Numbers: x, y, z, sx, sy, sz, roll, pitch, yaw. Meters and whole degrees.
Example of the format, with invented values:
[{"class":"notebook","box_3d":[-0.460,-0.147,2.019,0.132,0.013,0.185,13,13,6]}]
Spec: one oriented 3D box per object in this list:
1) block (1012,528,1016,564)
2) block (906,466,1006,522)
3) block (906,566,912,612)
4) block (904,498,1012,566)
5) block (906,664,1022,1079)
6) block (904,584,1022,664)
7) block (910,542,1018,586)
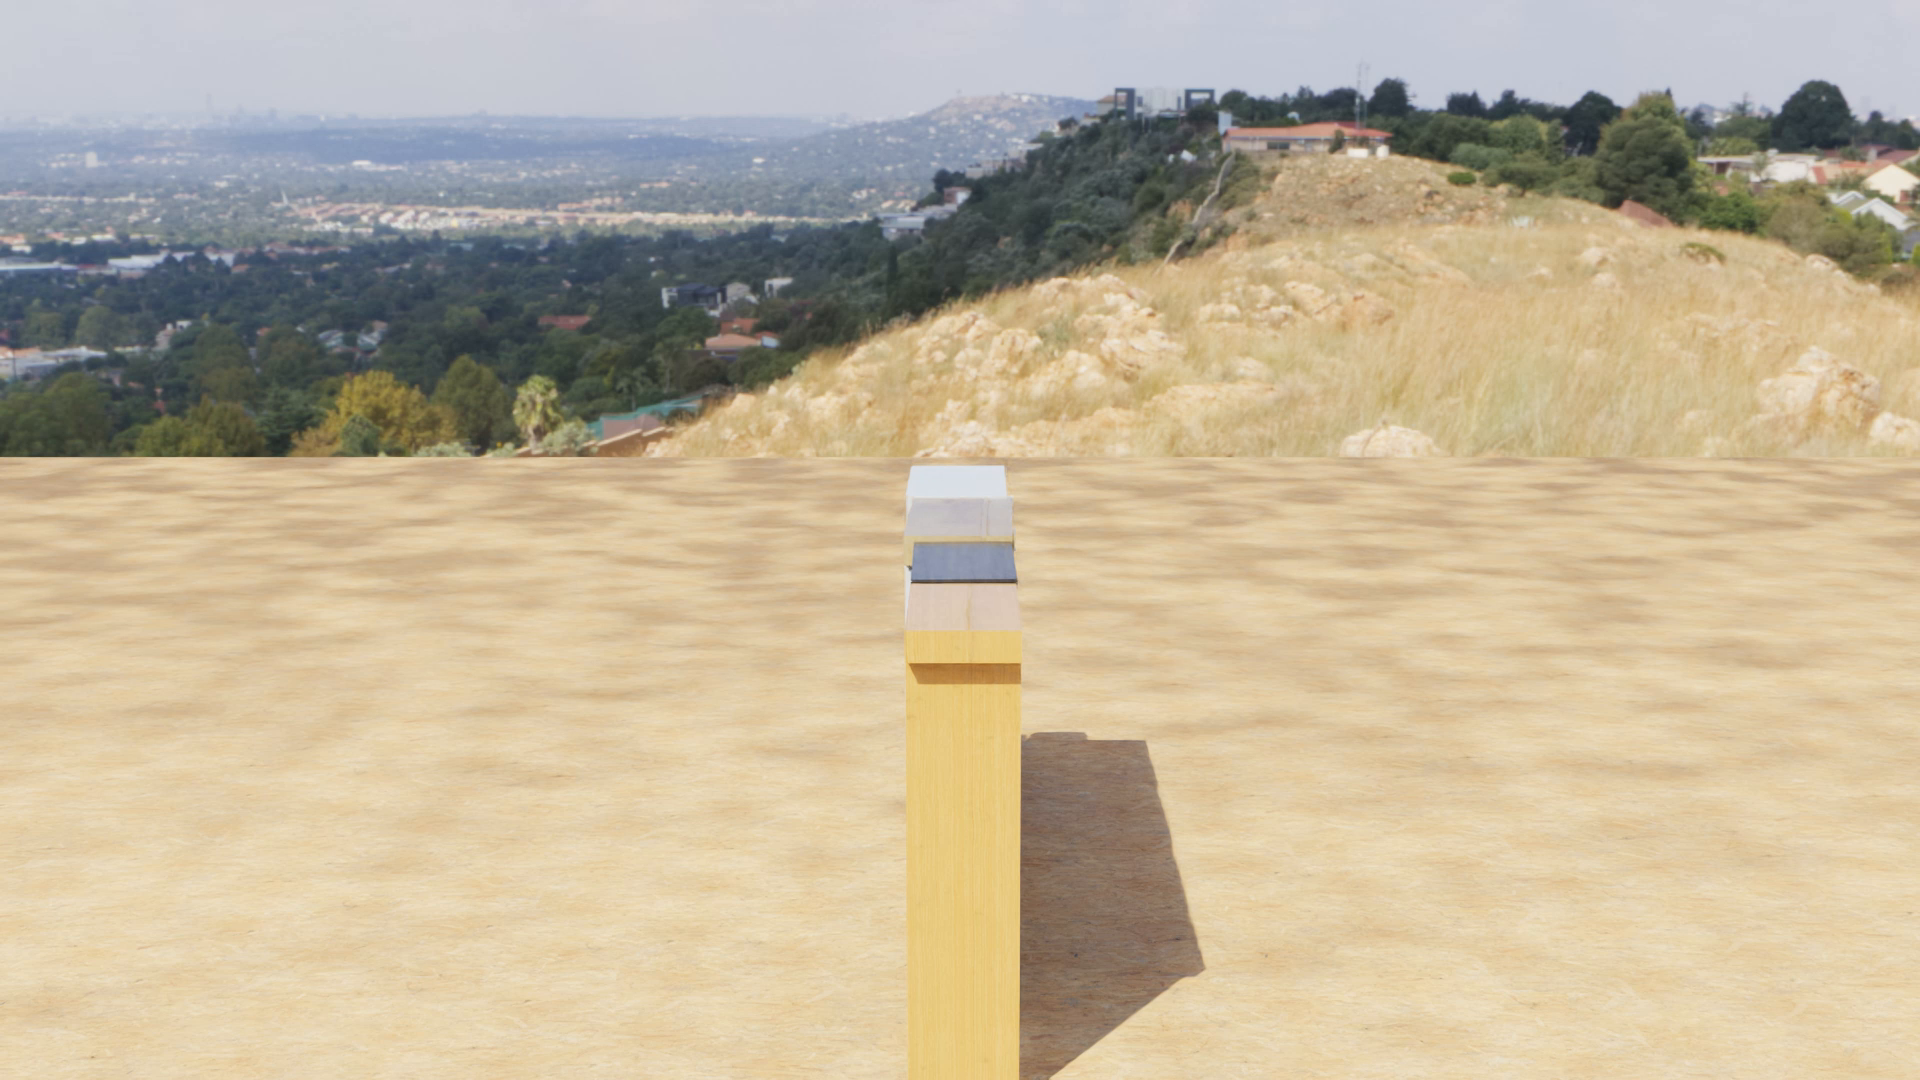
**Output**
[{"class":"block","box_3d":[0.008,0.148,3.634,0.165,0.329,0.047,0,11,-1]},{"class":"block","box_3d":[-0.005,-0.081,3.816,0.167,0.047,0.335,0,10,0]},{"class":"block","box_3d":[-0.001,0.213,3.417,0.165,0.373,0.047,0,11,0]},{"class":"block","box_3d":[0.001,-0.015,3.488,0.165,0.047,0.329,0,11,1]},{"class":"block","box_3d":[0.004,0.439,2.847,0.146,0.598,0.041,0,11,0]},{"class":"block","box_3d":[0.005,0.107,2.884,0.146,0.041,0.292,0,11,0]},{"class":"block","box_3d":[0.005,0.049,3.180,0.147,0.042,0.294,0,10,0]}]
